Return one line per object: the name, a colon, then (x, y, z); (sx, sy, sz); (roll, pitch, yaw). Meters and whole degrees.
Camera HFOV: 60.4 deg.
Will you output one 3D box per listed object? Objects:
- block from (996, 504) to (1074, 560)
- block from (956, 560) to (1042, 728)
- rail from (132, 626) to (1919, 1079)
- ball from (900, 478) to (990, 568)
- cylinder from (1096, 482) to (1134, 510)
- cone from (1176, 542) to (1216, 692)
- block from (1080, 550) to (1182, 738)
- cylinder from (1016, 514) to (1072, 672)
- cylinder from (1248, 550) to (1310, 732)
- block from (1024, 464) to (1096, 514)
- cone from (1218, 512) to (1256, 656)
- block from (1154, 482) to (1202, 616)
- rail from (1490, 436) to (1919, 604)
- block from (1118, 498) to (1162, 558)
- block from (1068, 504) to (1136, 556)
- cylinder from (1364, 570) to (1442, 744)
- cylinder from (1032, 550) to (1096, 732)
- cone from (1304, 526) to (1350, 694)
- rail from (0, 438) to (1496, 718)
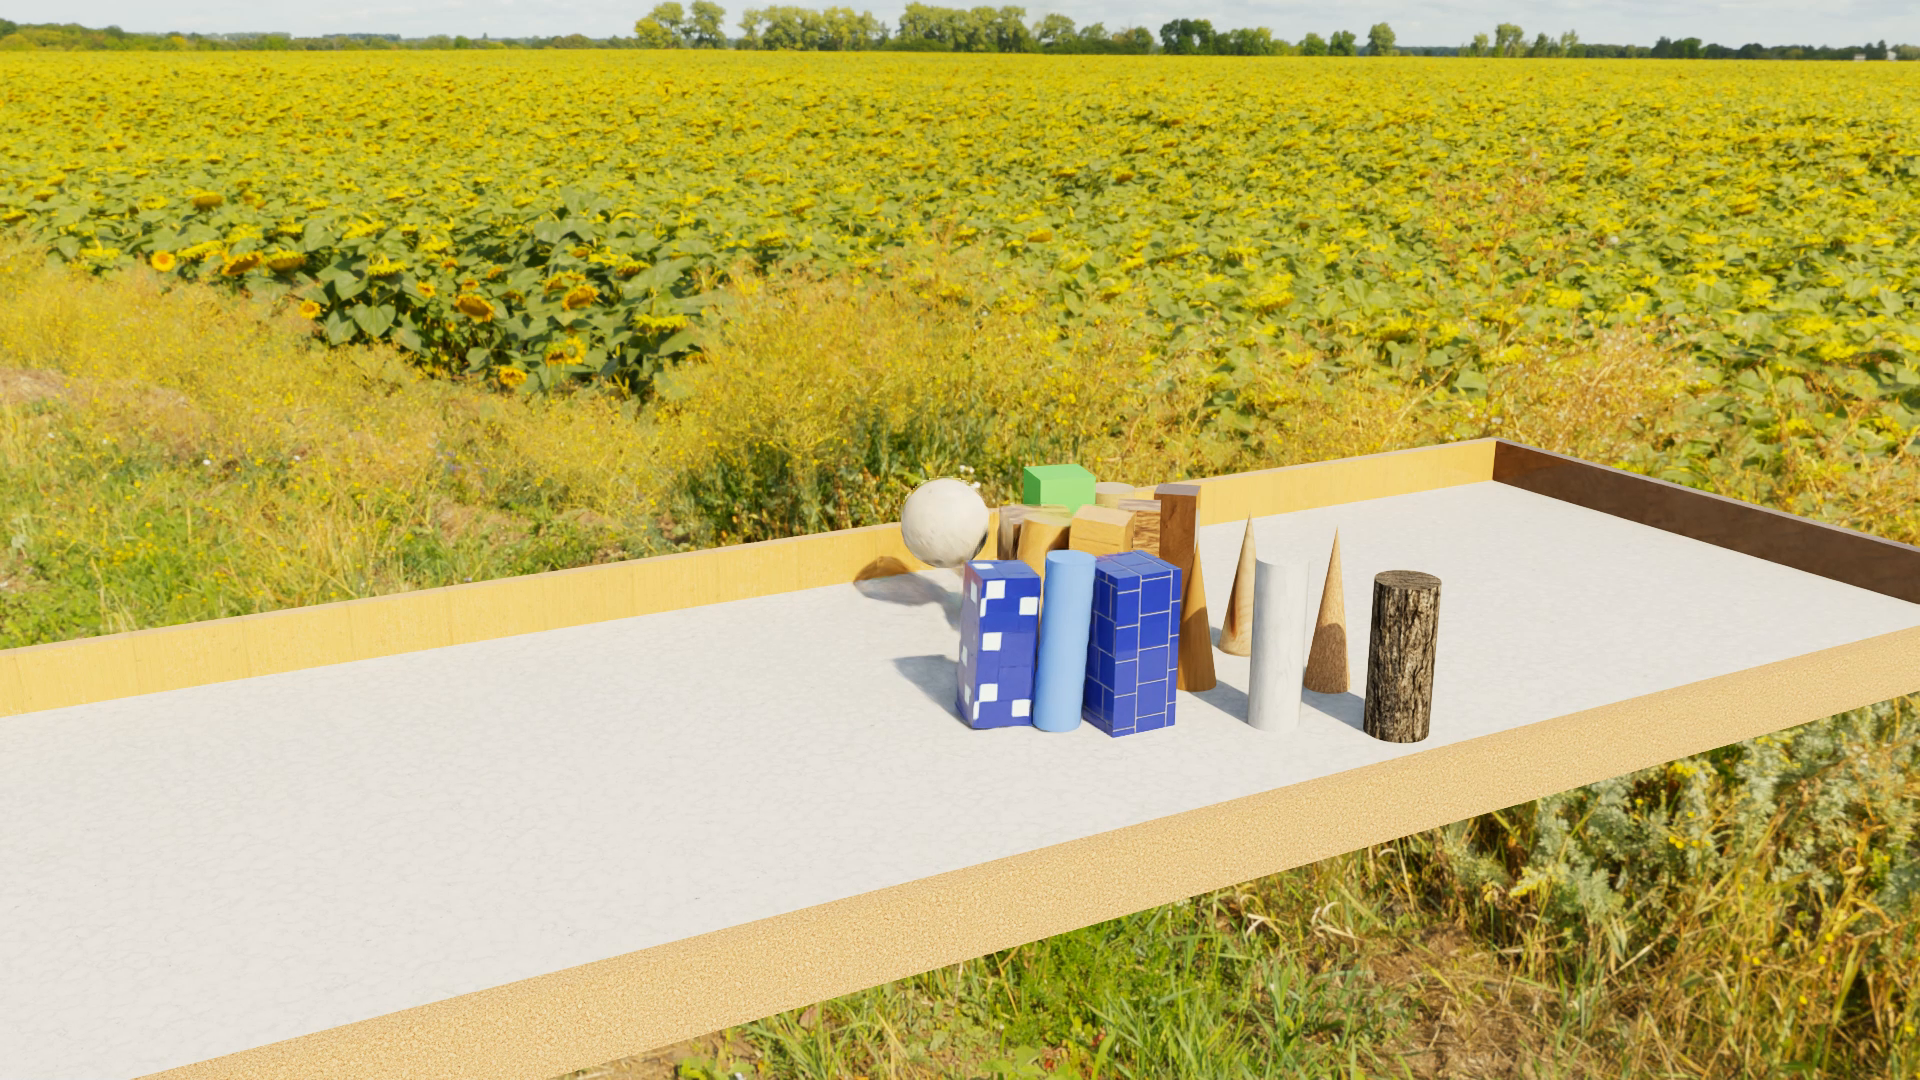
block: (0.203, 0.099, 4.393); (0.179, 0.347, 0.179); (-1, 16, -11)
block: (0.089, 0.243, 3.870); (0.142, 0.363, 0.142); (-1, 16, -16)
rail: (-2.336, 1.006, 1.665); (12.000, 0.150, 0.050); (-9, 18, -27)
ball: (-0.041, -0.045, 4.565); (0.249, 0.249, 0.249); (0, 16, 0)
cylinder: (0.437, -0.004, 4.825); (0.141, 0.306, 0.141); (0, 16, 0)
cone: (0.581, 0.176, 4.084); (0.124, 0.378, 0.124); (0, 16, 0)
block: (0.391, 0.239, 3.856); (0.171, 0.385, 0.171); (-8, 18, -26)
cylinder: (0.201, 0.134, 4.192); (0.144, 0.378, 0.144); (9, 11, -2)
cylinder: (0.739, 0.235, 3.833); (0.122, 0.407, 0.122); (0, 16, 0)
block: (0.274, 0.007, 4.608); (0.158, 0.407, 0.158); (-4, 17, -14)
cone: (0.752, 0.103, 4.323); (0.133, 0.383, 0.133); (0, 16, 0)
block: (0.600, 0.034, 4.595); (0.117, 0.363, 0.117); (4, 17, 14)
rail: (2.466, -0.048, 5.253); (0.050, 0.150, 2.100); (-9, 18, -27)
block: (0.464, 0.098, 4.321); (0.110, 0.394, 0.110); (2, 17, 7)
block: (0.330, 0.144, 4.081); (0.130, 0.432, 0.130); (10, 18, 14)
cylinder: (1.015, 0.267, 3.791); (0.149, 0.369, 0.149); (0, 16, 0)
cylinder: (0.239, 0.234, 3.819); (0.114, 0.410, 0.114); (4, 17, -1)
cone: (0.917, 0.161, 4.062); (0.116, 0.420, 0.116); (0, 16, 0)
rail: (-3.305, 0.497, 3.399); (12.000, 0.150, 0.050); (-9, 18, -27)
